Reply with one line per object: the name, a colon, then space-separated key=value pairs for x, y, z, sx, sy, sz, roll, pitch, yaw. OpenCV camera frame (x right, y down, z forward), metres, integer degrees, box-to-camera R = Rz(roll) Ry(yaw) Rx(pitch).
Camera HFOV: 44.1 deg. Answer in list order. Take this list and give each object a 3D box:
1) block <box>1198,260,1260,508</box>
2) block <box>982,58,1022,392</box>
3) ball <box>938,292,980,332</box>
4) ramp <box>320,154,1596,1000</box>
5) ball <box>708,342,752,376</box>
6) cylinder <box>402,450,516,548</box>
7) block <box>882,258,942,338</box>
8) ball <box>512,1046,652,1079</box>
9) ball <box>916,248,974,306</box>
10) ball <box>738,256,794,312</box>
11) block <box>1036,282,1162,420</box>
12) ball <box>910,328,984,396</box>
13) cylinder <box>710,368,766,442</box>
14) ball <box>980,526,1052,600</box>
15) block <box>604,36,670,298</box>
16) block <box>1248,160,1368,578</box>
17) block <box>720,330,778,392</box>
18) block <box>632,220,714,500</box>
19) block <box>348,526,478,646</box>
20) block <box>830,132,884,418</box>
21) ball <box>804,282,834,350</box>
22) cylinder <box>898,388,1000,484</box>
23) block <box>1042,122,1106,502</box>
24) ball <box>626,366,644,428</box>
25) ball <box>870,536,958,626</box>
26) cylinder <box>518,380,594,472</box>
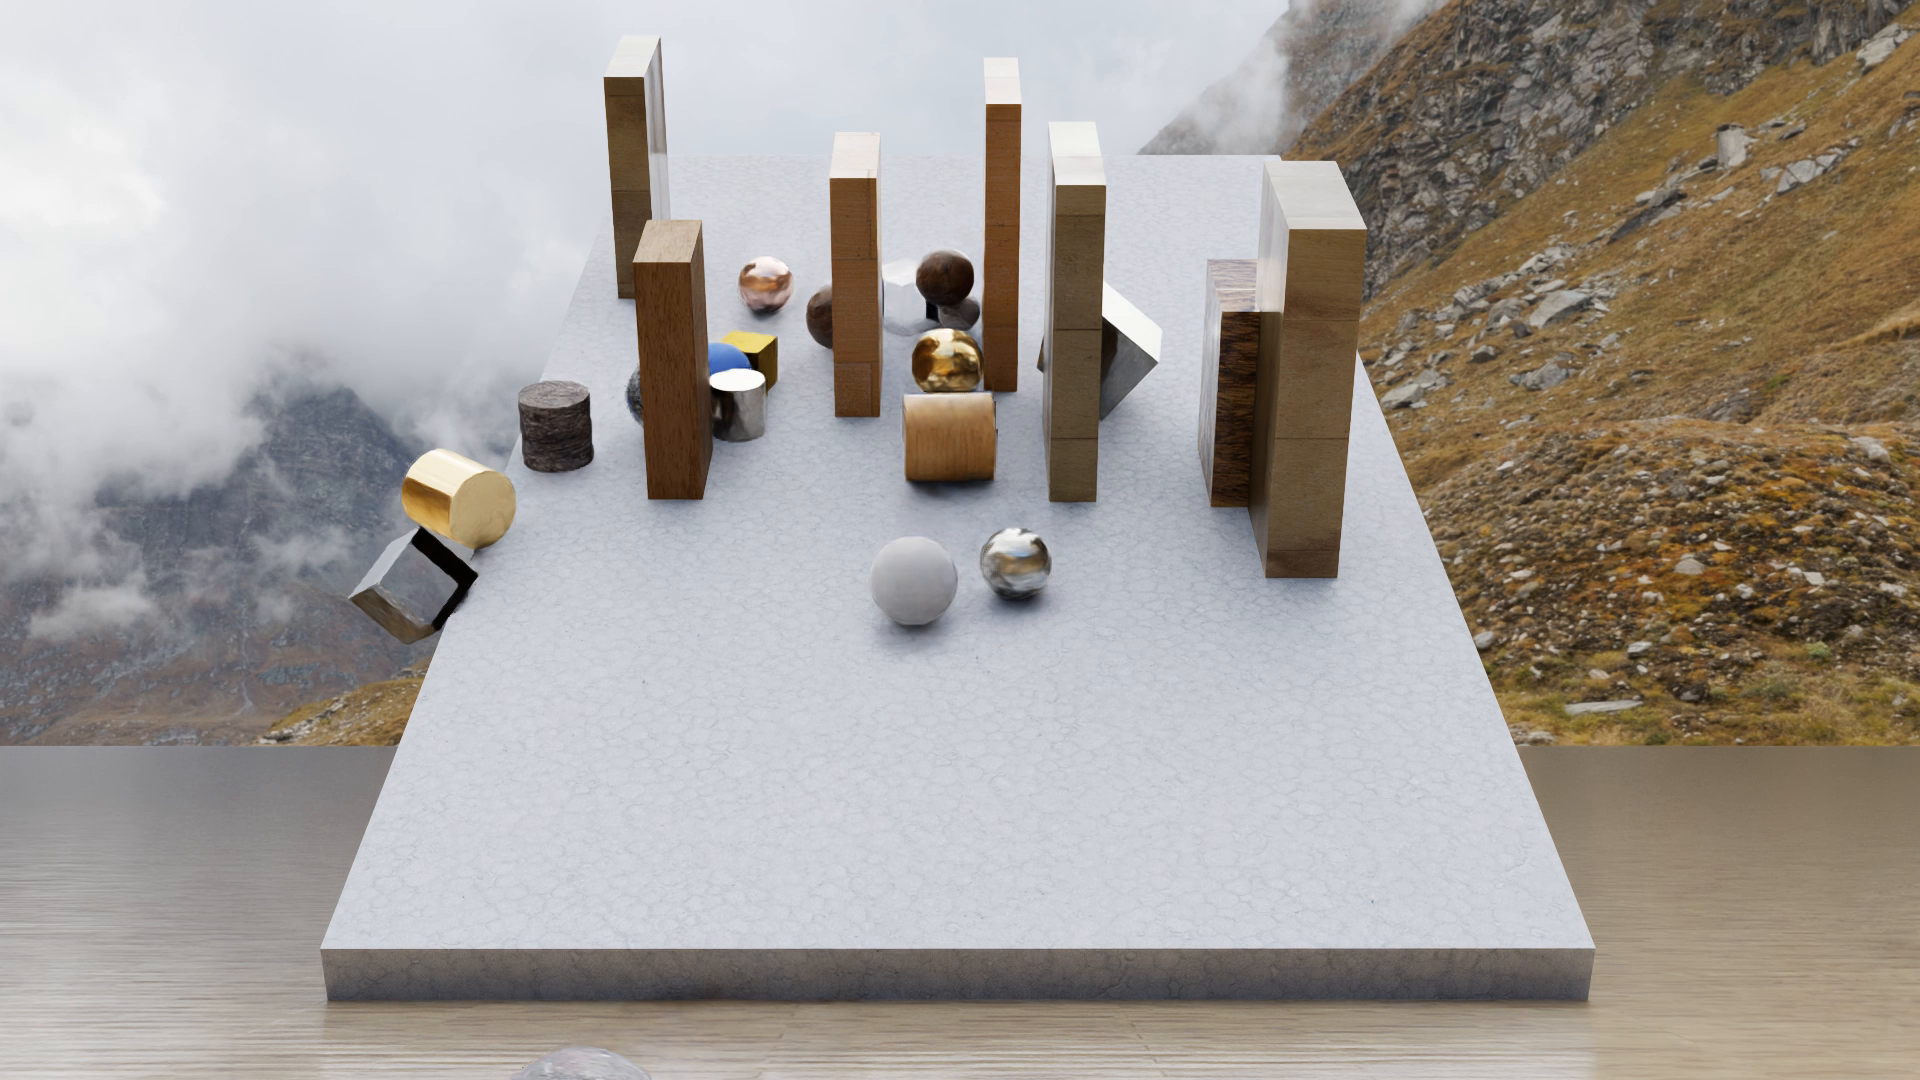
block: x=0.611 y=-0.342 z=5.147 sx=0.141 sy=0.451 sz=0.309 roll=0 pitch=27 yaw=0
block: x=0.097 y=-0.755 z=5.672 sx=0.081 sy=0.705 sz=0.378 roll=0 pitch=27 yaw=0
ball: x=-0.002 y=-0.579 z=5.983 sx=0.109 sy=0.109 sz=0.109 roll=0 pitch=-5 yaw=0
ramp: x=-0.011 y=-0.226 z=5.523 sx=2.000 sy=0.100 sz=4.000 roll=0 pitch=27 yaw=0
ball: x=-0.562 y=-0.384 z=5.538 sx=0.155 sy=0.155 sz=0.155 roll=0 pitch=-5 yaw=0
cylinder: x=-1.045 y=-0.086 z=4.953 sx=0.169 sy=0.169 sz=0.169 roll=22 pitch=10 yaw=39
block: x=-0.140 y=-0.613 z=6.014 sx=0.140 sy=0.140 sz=0.140 roll=-23 pitch=35 yaw=-38
ball: x=-0.318 y=0.503 z=1.989 sx=0.154 sy=0.154 sz=0.154 roll=0 pitch=-5 yaw=0
ball: x=-0.037 y=-0.652 z=5.883 sx=0.147 sy=0.147 sz=0.147 roll=0 pitch=-5 yaw=0
ball: x=-0.498 y=-0.657 z=6.095 sx=0.144 sy=0.144 sz=0.144 roll=0 pitch=-5 yaw=0
block: x=0.327 y=-0.447 z=5.537 sx=0.200 sy=0.200 sz=0.200 roll=38 pitch=25 yaw=-12
ball: x=-0.030 y=-0.414 z=5.591 sx=0.173 sy=0.173 sz=0.173 roll=0 pitch=-5 yaw=0
cylinder: x=-0.508 y=-0.308 z=5.431 sx=0.127 sy=0.127 sz=0.127 roll=0 pitch=27 yaw=0
ball: x=0.110 y=0.046 z=4.723 sx=0.145 sy=0.145 sz=0.145 roll=0 pitch=-5 yaw=0
block: x=-0.843 y=-0.983 z=6.239 sx=0.101 sy=0.592 sz=0.392 roll=0 pitch=27 yaw=0
block: x=0.694 y=-0.348 z=4.836 sx=0.147 sy=0.747 sz=0.410 roll=0 pitch=27 yaw=0
block: x=-0.511 y=-0.419 z=5.660 sx=0.115 sy=0.115 sz=0.115 roll=9 pitch=28 yaw=17
block: x=-0.617 y=-0.390 z=5.131 sx=0.118 sy=0.545 sz=0.261 roll=0 pitch=27 yaw=0
block: x=-1.087 y=0.093 z=4.720 sx=0.151 sy=0.151 sz=0.151 roll=43 pitch=-35 yaw=-20
block: x=-0.239 y=-0.621 z=5.546 sx=0.105 sy=0.581 sz=0.335 roll=0 pitch=27 yaw=0
ball: x=-0.299 y=-0.553 z=5.864 sx=0.169 sy=0.169 sz=0.169 roll=0 pitch=-5 yaw=0
cylinder: x=-0.026 y=-0.226 z=5.201 sx=0.191 sy=0.191 sz=0.191 roll=6 pitch=-6 yaw=-8
block: x=0.244 y=-0.499 z=5.161 sx=0.102 sy=0.716 sz=0.429 roll=0 pitch=27 yaw=0
ball: x=-0.669 y=-0.330 z=5.411 sx=0.185 sy=0.185 sz=0.185 roll=0 pitch=-5 yaw=0
ball: x=-0.090 y=0.079 z=4.626 sx=0.174 sy=0.174 sz=0.174 roll=0 pitch=-5 yaw=0
cylinder: x=-0.901 y=-0.254 z=5.290 sx=0.156 sy=0.156 sz=0.156 roll=0 pitch=27 yaw=0
